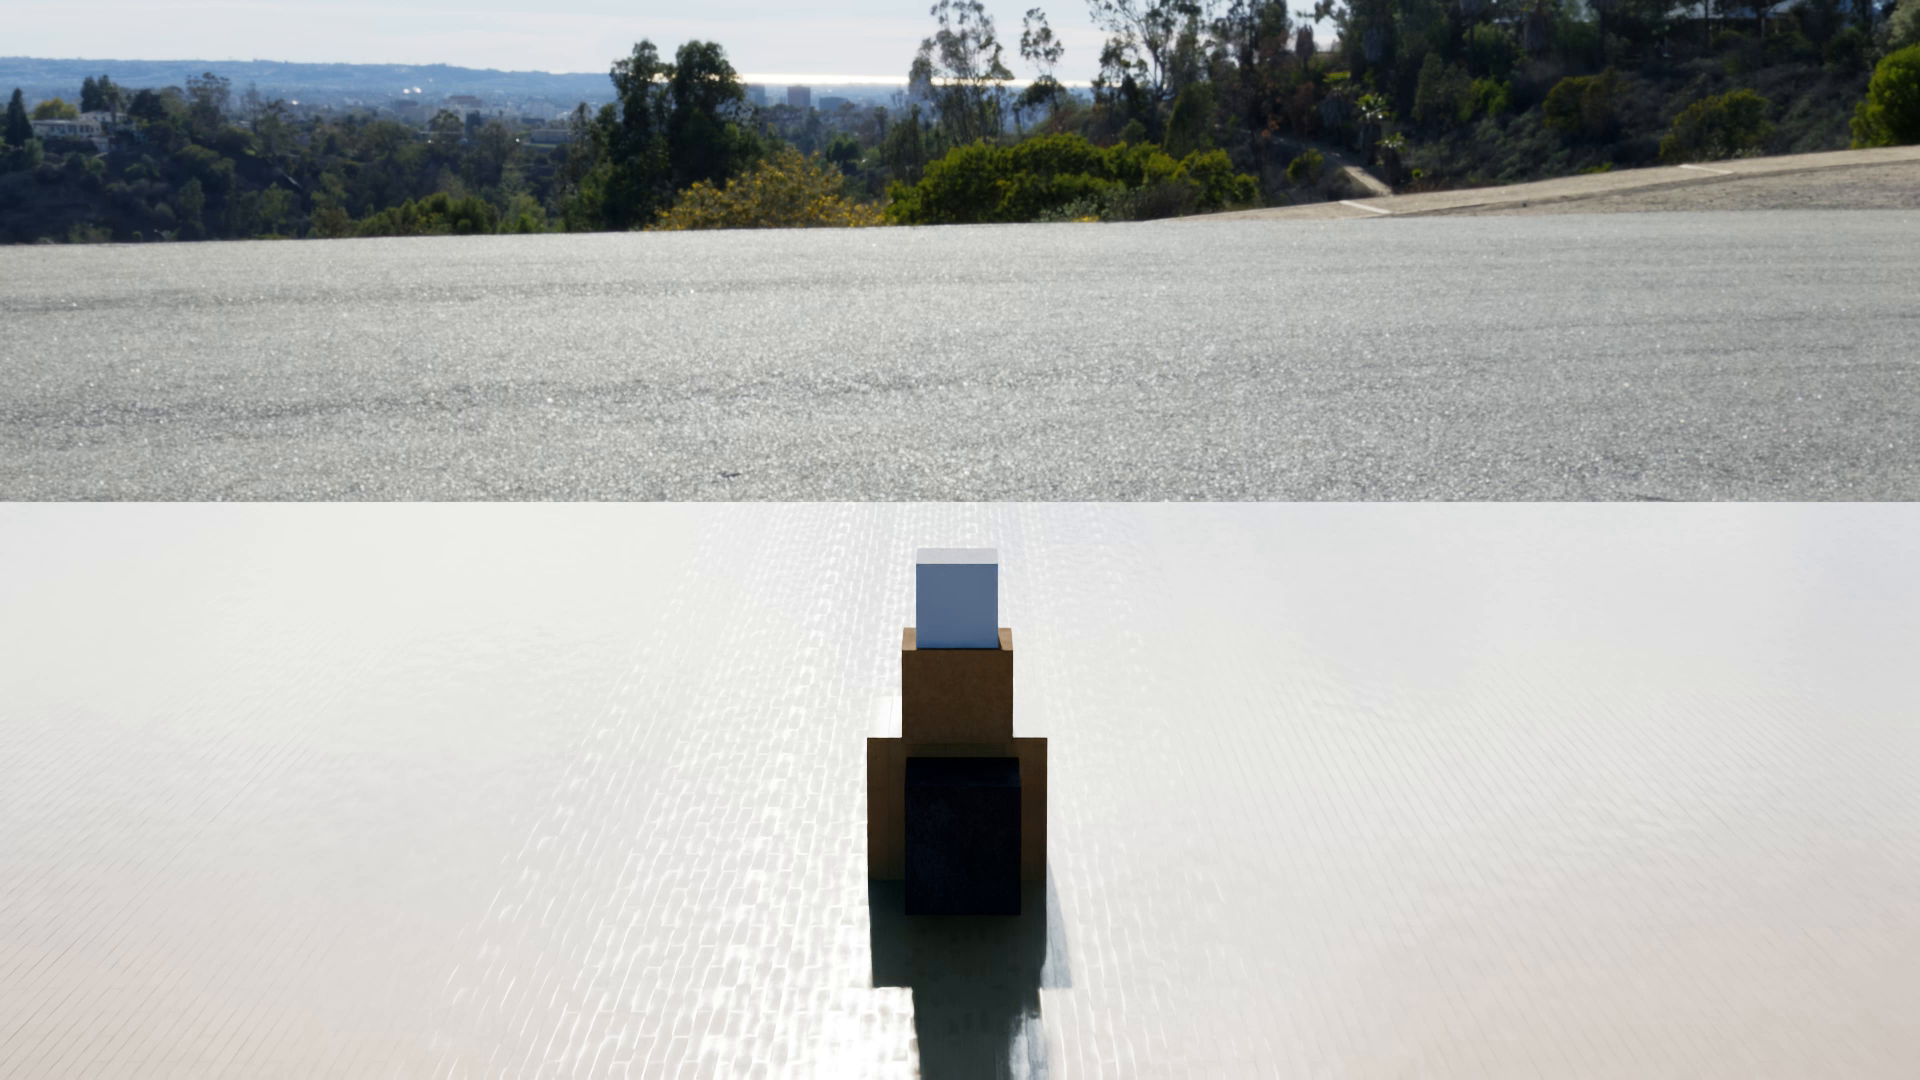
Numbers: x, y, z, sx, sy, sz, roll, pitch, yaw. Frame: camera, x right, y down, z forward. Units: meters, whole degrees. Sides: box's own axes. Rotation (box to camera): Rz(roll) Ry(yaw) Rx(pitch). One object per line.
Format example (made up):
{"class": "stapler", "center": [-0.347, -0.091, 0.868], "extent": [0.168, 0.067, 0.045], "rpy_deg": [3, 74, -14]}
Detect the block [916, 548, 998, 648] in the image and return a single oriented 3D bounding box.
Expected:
{"class": "block", "center": [-0.013, 0.250, 11.226], "extent": [0.354, 0.370, 0.367], "rpy_deg": [0, 10, 0]}

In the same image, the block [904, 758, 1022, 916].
{"class": "block", "center": [0.012, 1.268, 11.027], "extent": [0.490, 0.560, 0.472], "rpy_deg": [0, 10, 0]}

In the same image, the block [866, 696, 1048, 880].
{"class": "block", "center": [-0.013, 1.114, 11.628], "extent": [0.792, 0.649, 0.745], "rpy_deg": [0, 10, 0]}

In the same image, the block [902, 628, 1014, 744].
{"class": "block", "center": [-0.011, 0.635, 11.296], "extent": [0.483, 0.412, 0.463], "rpy_deg": [0, 10, 0]}
